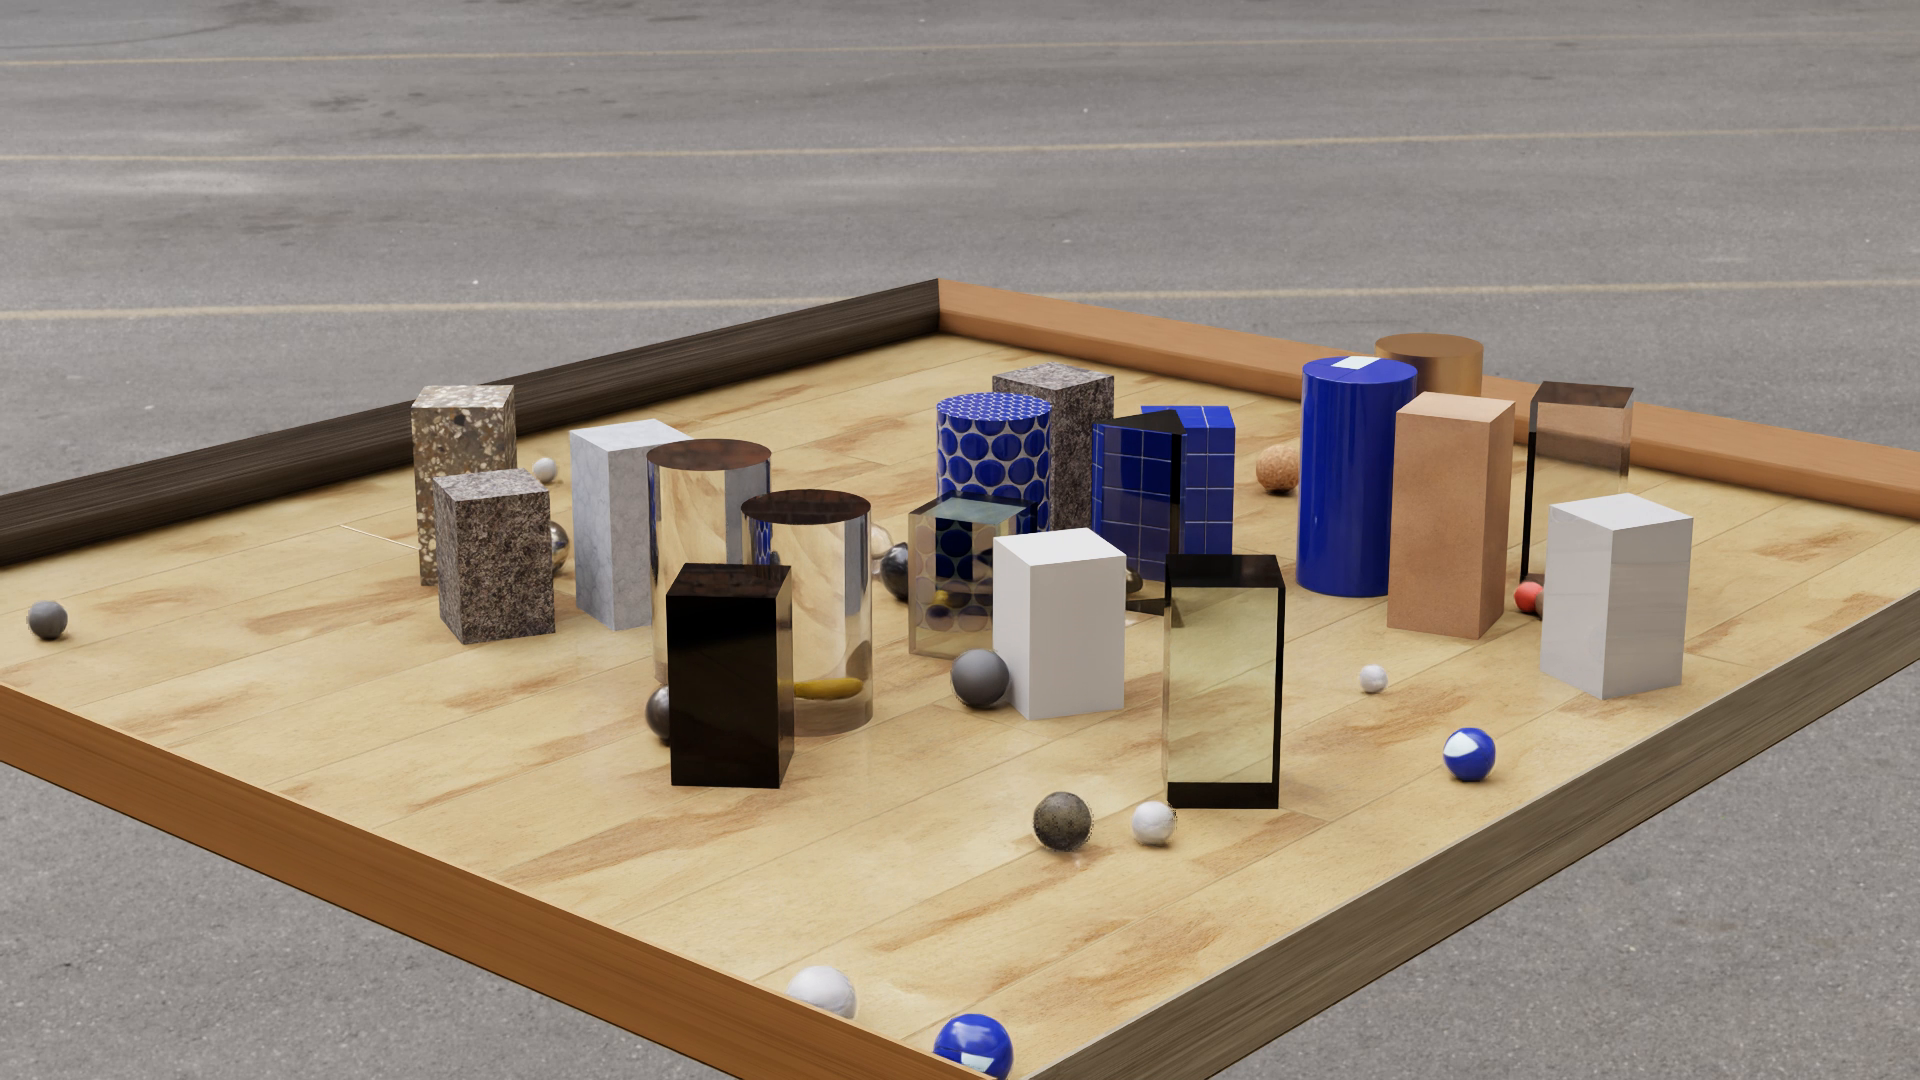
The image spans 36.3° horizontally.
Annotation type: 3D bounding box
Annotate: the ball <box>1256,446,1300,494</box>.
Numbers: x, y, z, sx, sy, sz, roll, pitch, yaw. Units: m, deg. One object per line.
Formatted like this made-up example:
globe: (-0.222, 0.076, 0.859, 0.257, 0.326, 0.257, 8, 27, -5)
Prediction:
ball: (0.627, -0.139, 5.753, 0.094, 0.094, 0.094, 0, 17, 0)

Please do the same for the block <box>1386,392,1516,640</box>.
block: (0.828, -0.043, 4.945, 0.159, 0.375, 0.159, 8, 18, 24)

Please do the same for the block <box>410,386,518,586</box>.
block: (-0.876, -0.098, 5.217, 0.159, 0.325, 0.159, 0, 17, -1)

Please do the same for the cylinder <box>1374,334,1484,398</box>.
cylinder: (0.868, -0.191, 5.471, 0.198, 0.355, 0.198, 0, 17, 0)

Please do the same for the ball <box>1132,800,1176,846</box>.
ball: (0.267, 0.391, 4.051, 0.061, 0.061, 0.061, 0, 17, 0)

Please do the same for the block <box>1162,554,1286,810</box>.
block: (0.376, 0.202, 4.209, 0.159, 0.331, 0.159, 0, 17, 1)

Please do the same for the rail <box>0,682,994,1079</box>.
rail: (-1.001, 0.365, 4.016, 2.833, 0.129, 0.045, 14, 22, 39)

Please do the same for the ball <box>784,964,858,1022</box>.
ball: (-0.166, 0.549, 3.481, 0.088, 0.088, 0.088, 0, 17, 0)

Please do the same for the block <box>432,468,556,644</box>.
block: (-0.785, 0.026, 4.939, 0.159, 0.248, 0.159, -7, 18, -22)

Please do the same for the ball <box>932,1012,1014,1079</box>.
ball: (0.015, 0.587, 3.346, 0.093, 0.093, 0.093, 0, 17, 0)

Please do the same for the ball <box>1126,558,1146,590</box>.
ball: (0.300, 0.060, 5.160, 0.054, 0.054, 0.054, 0, 17, 0)

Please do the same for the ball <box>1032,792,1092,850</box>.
ball: (0.140, 0.386, 4.031, 0.081, 0.081, 0.081, 0, 17, 0)

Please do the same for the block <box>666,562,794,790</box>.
block: (-0.334, 0.197, 4.295, 0.159, 0.291, 0.159, 1, 17, 5)

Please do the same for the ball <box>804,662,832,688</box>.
ball: (-0.225, 0.214, 4.667, 0.043, 0.043, 0.043, 0, 17, 0)

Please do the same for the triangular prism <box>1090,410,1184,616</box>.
triangular prism: (0.335, -0.052, 5.066, 0.172, 0.324, 0.149, 9, 19, 26)

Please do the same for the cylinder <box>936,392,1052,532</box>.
cylinder: (0.058, -0.068, 5.095, 0.198, 0.338, 0.198, 0, 17, 0)

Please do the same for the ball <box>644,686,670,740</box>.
ball: (-0.435, 0.261, 4.439, 0.085, 0.085, 0.085, 0, 17, 0)

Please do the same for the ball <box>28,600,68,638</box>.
ball: (-1.524, 0.133, 4.903, 0.063, 0.063, 0.063, 0, 17, 0)

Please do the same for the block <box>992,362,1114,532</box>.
block: (0.172, -0.156, 5.439, 0.159, 0.307, 0.159, 16, 23, 43)

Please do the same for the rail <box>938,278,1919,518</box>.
rail: (1.001, -0.300, 6.224, 2.833, 0.129, 0.045, 14, 22, 39)

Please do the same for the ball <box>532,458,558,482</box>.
ball: (-0.824, -0.138, 5.828, 0.050, 0.050, 0.050, 0, 17, 0)

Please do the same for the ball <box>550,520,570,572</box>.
ball: (-0.747, 0.012, 5.242, 0.099, 0.099, 0.099, 0, 17, 0)

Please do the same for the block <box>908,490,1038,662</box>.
block: (0.022, 0.062, 4.832, 0.159, 0.241, 0.159, 8, 19, 25)

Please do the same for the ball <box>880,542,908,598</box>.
ball: (-0.092, 0.053, 5.107, 0.099, 0.099, 0.099, 0, 17, 0)

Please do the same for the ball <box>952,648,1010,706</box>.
ball: (0.032, 0.215, 4.586, 0.089, 0.089, 0.089, 0, 17, 0)

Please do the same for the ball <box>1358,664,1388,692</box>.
ball: (0.654, 0.219, 4.646, 0.046, 0.046, 0.046, 0, 17, 0)

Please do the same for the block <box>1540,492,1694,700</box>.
block: (1.046, 0.088, 4.679, 0.159, 0.279, 0.159, -8, 19, -25)

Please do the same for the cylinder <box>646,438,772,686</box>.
cylinder: (-0.397, 0.039, 4.694, 0.198, 0.364, 0.198, 0, 17, 0)

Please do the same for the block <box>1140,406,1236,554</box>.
block: (0.407, -0.091, 5.284, 0.159, 0.272, 0.159, 0, 17, 0)

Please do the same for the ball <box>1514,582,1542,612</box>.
ball: (0.980, 0.098, 5.038, 0.053, 0.053, 0.053, 0, 17, 0)

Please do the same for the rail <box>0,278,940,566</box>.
rail: (-1.052, -0.231, 5.994, 0.045, 0.129, 3.101, 14, 22, 39)

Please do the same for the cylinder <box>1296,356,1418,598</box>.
cylinder: (0.696, -0.112, 5.155, 0.198, 0.386, 0.198, 0, 17, 0)

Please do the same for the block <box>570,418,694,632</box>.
block: (-0.555, -0.028, 5.001, 0.159, 0.314, 0.159, -10, 19, -29)

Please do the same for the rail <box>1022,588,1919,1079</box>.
rail: (1.052, 0.296, 4.245, 0.045, 0.129, 3.101, 14, 22, 39)

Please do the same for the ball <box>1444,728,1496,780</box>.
ball: (0.745, 0.312, 4.284, 0.077, 0.077, 0.077, 0, 17, 0)

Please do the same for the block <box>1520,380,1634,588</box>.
block: (1.086, -0.090, 5.162, 0.159, 0.341, 0.159, 6, 18, 18)

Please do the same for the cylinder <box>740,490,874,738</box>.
cylinder: (-0.234, 0.110, 4.505, 0.198, 0.336, 0.198, 0, 17, 0)

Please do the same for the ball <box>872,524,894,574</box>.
ball: (-0.163, 0.016, 5.241, 0.093, 0.093, 0.093, 0, 17, 0)

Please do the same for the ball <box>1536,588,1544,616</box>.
ball: (1.011, 0.107, 4.991, 0.062, 0.062, 0.062, 0, 17, 0)

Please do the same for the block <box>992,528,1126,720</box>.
block: (0.154, 0.130, 4.589, 0.159, 0.251, 0.159, -6, 18, -19)
